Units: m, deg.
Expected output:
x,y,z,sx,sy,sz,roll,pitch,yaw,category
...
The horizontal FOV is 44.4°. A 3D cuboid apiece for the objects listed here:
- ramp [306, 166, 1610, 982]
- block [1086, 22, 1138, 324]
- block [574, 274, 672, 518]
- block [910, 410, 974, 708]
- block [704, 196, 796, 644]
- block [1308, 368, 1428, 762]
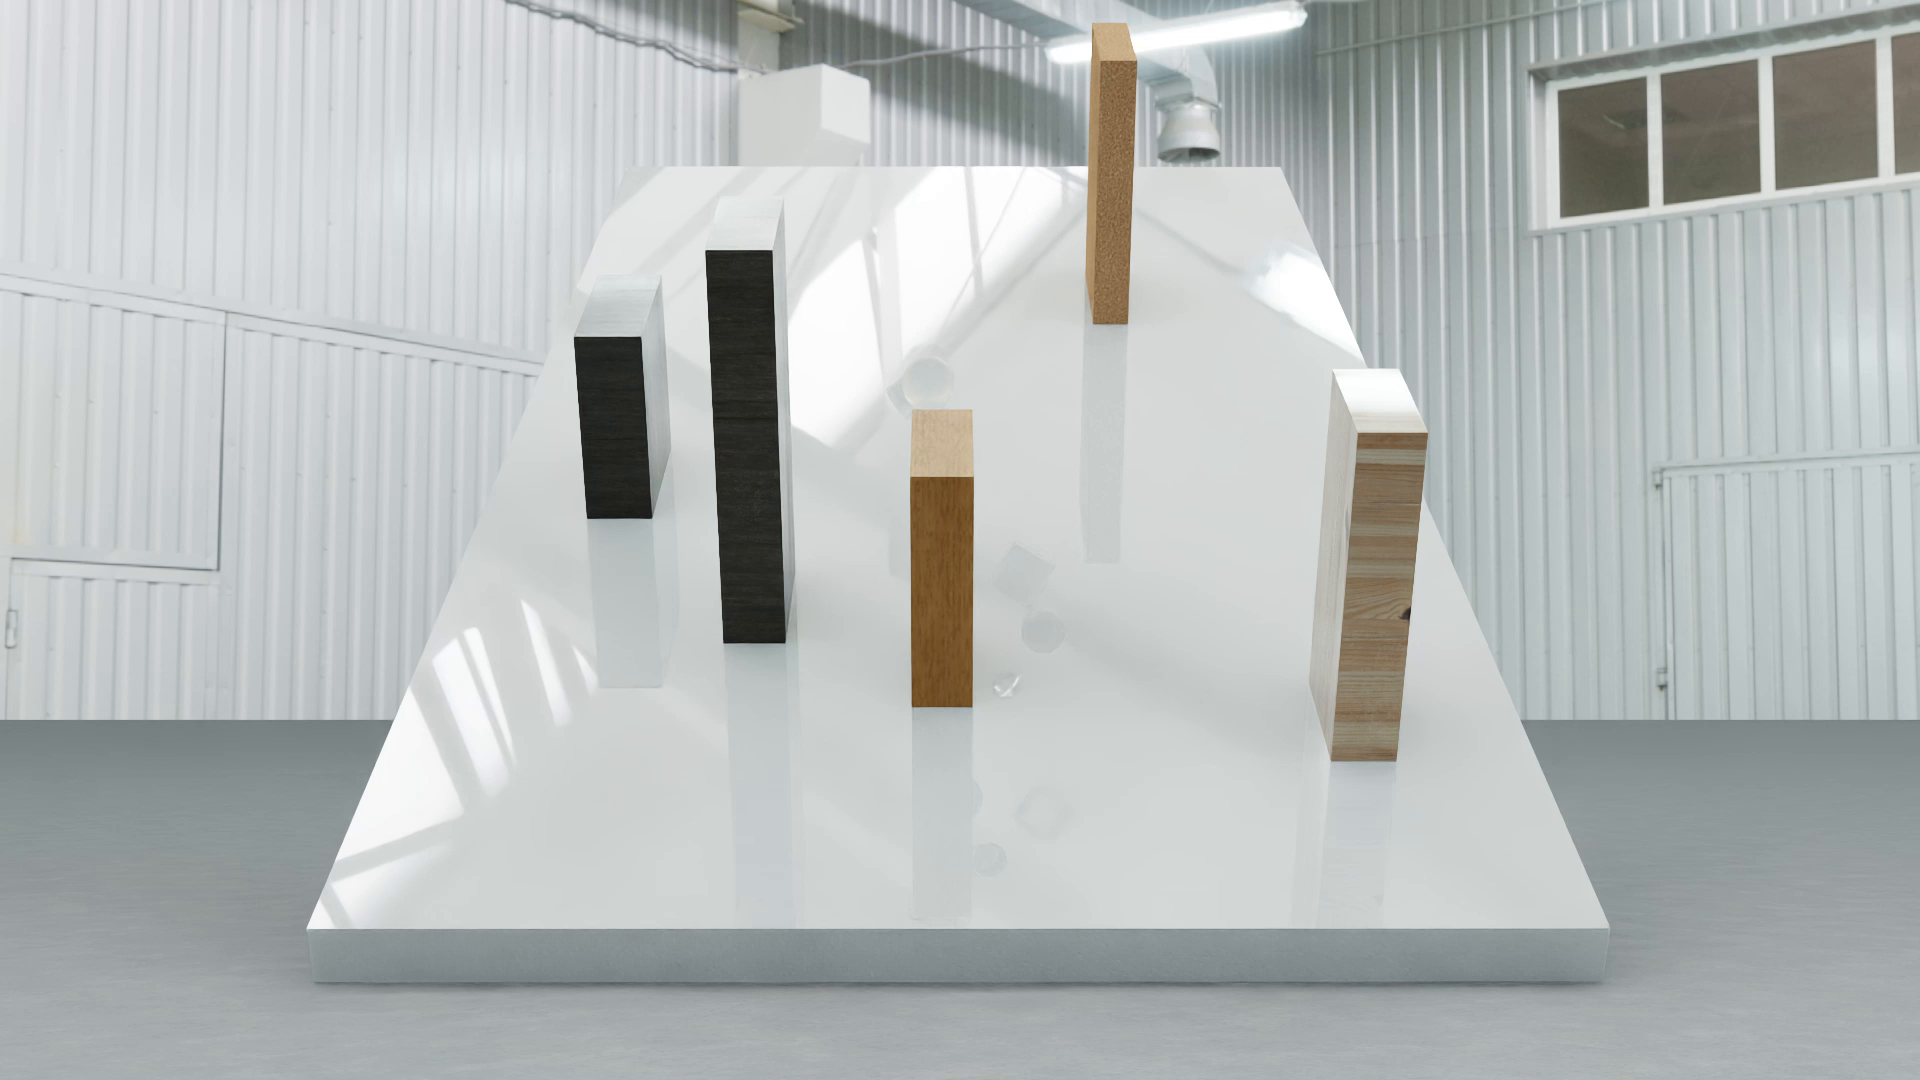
x,y,z,sx,sy,sz,roll,pitch,yaw,category
-0.010,-0.229,5.431,2.000,0.100,4.000,0,26,0,ramp
0.383,-0.937,6.004,0.089,0.678,0.385,0,26,0,block
-0.714,-0.309,5.010,0.137,0.407,0.375,0,26,0,block
-0.032,0.031,4.257,0.110,0.453,0.299,0,26,0,block
-0.387,-0.223,4.407,0.118,0.778,0.312,0,26,0,block
0.696,0.044,4.047,0.113,0.616,0.278,0,26,0,block
